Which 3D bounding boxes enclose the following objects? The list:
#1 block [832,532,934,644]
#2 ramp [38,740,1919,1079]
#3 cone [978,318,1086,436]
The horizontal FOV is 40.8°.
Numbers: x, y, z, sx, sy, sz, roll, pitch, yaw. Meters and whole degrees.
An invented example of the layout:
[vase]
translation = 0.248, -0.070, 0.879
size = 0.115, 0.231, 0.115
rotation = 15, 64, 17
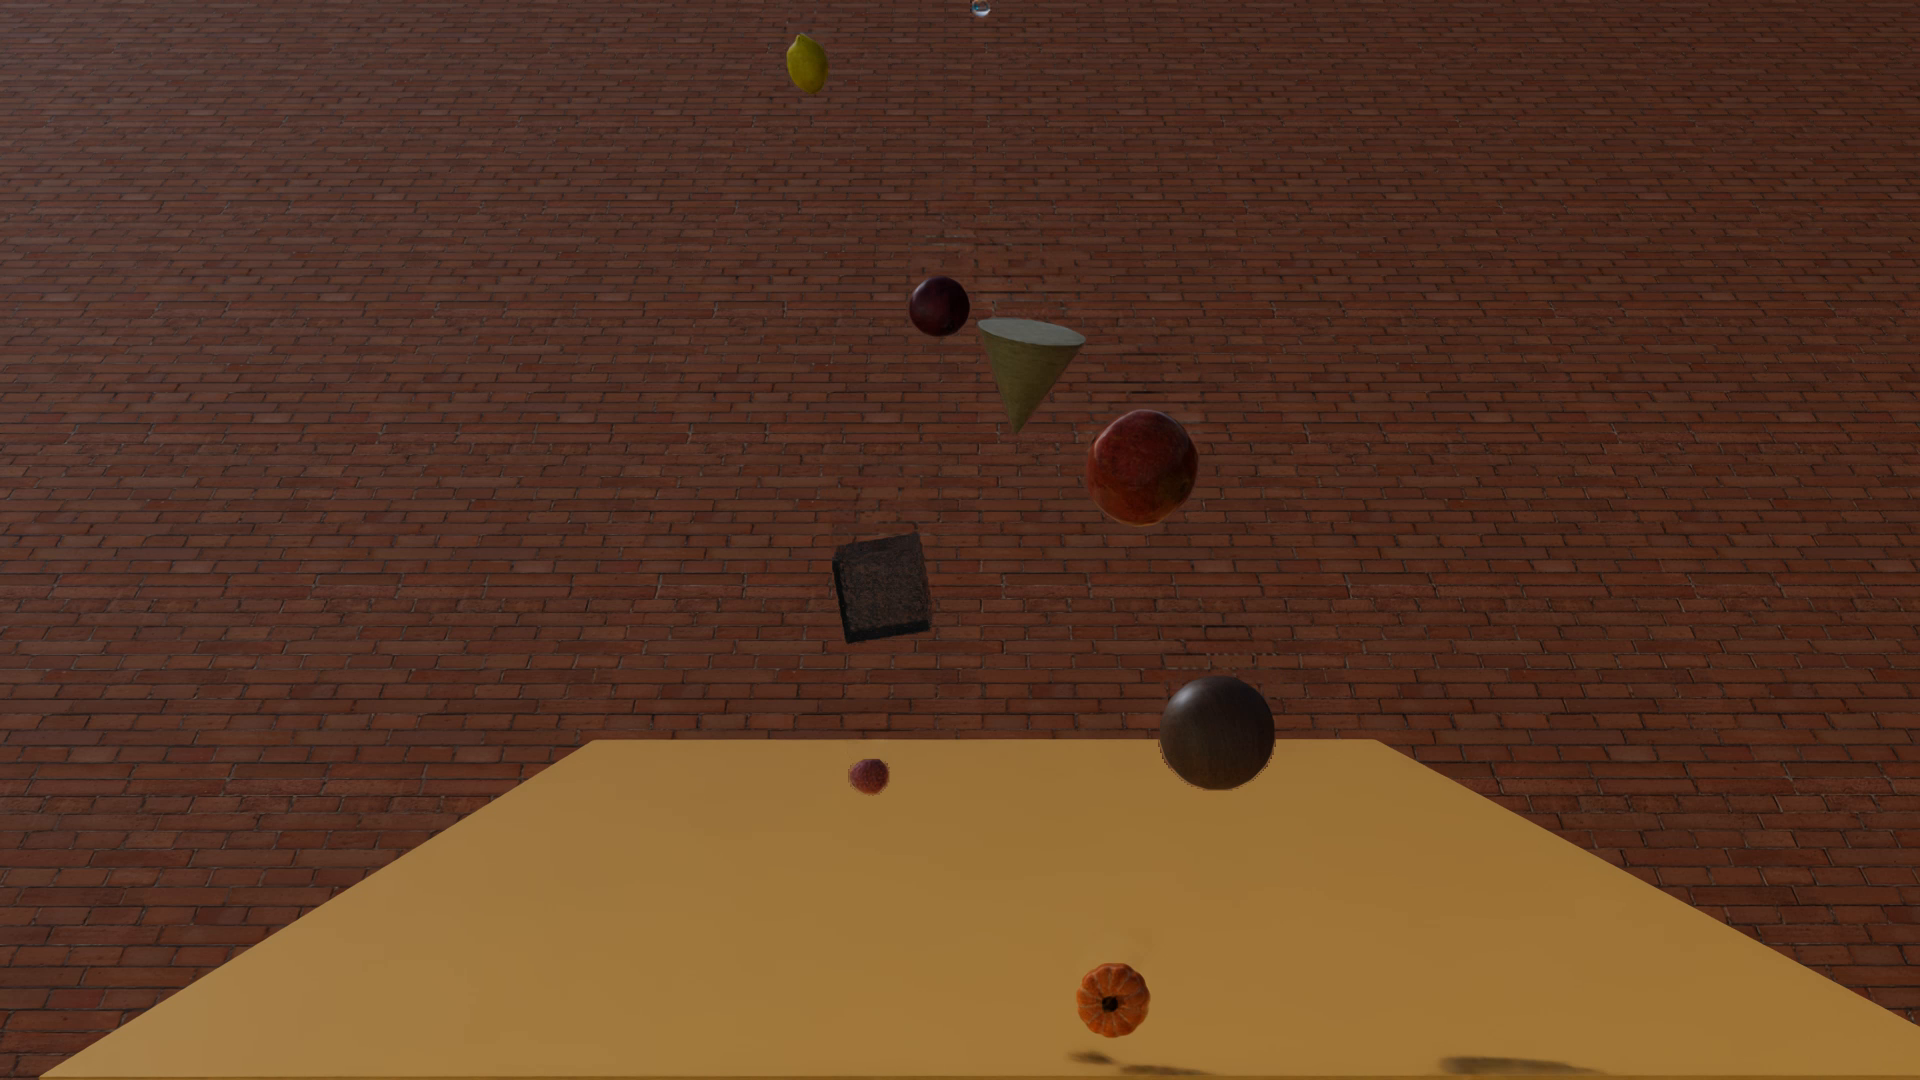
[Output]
[block]
translation = -0.080, 0.049, 2.684
size = 0.087, 0.087, 0.087
rotation = -9, 10, 3
[ramp]
translation = 0.064, 0.577, 4.622
size = 2.000, 0.100, 4.000
rotation = 0, 0, 0
[cone]
translation = 0.056, -0.137, 2.278
size = 0.096, 0.096, 0.096
rotation = 8, 17, -2
